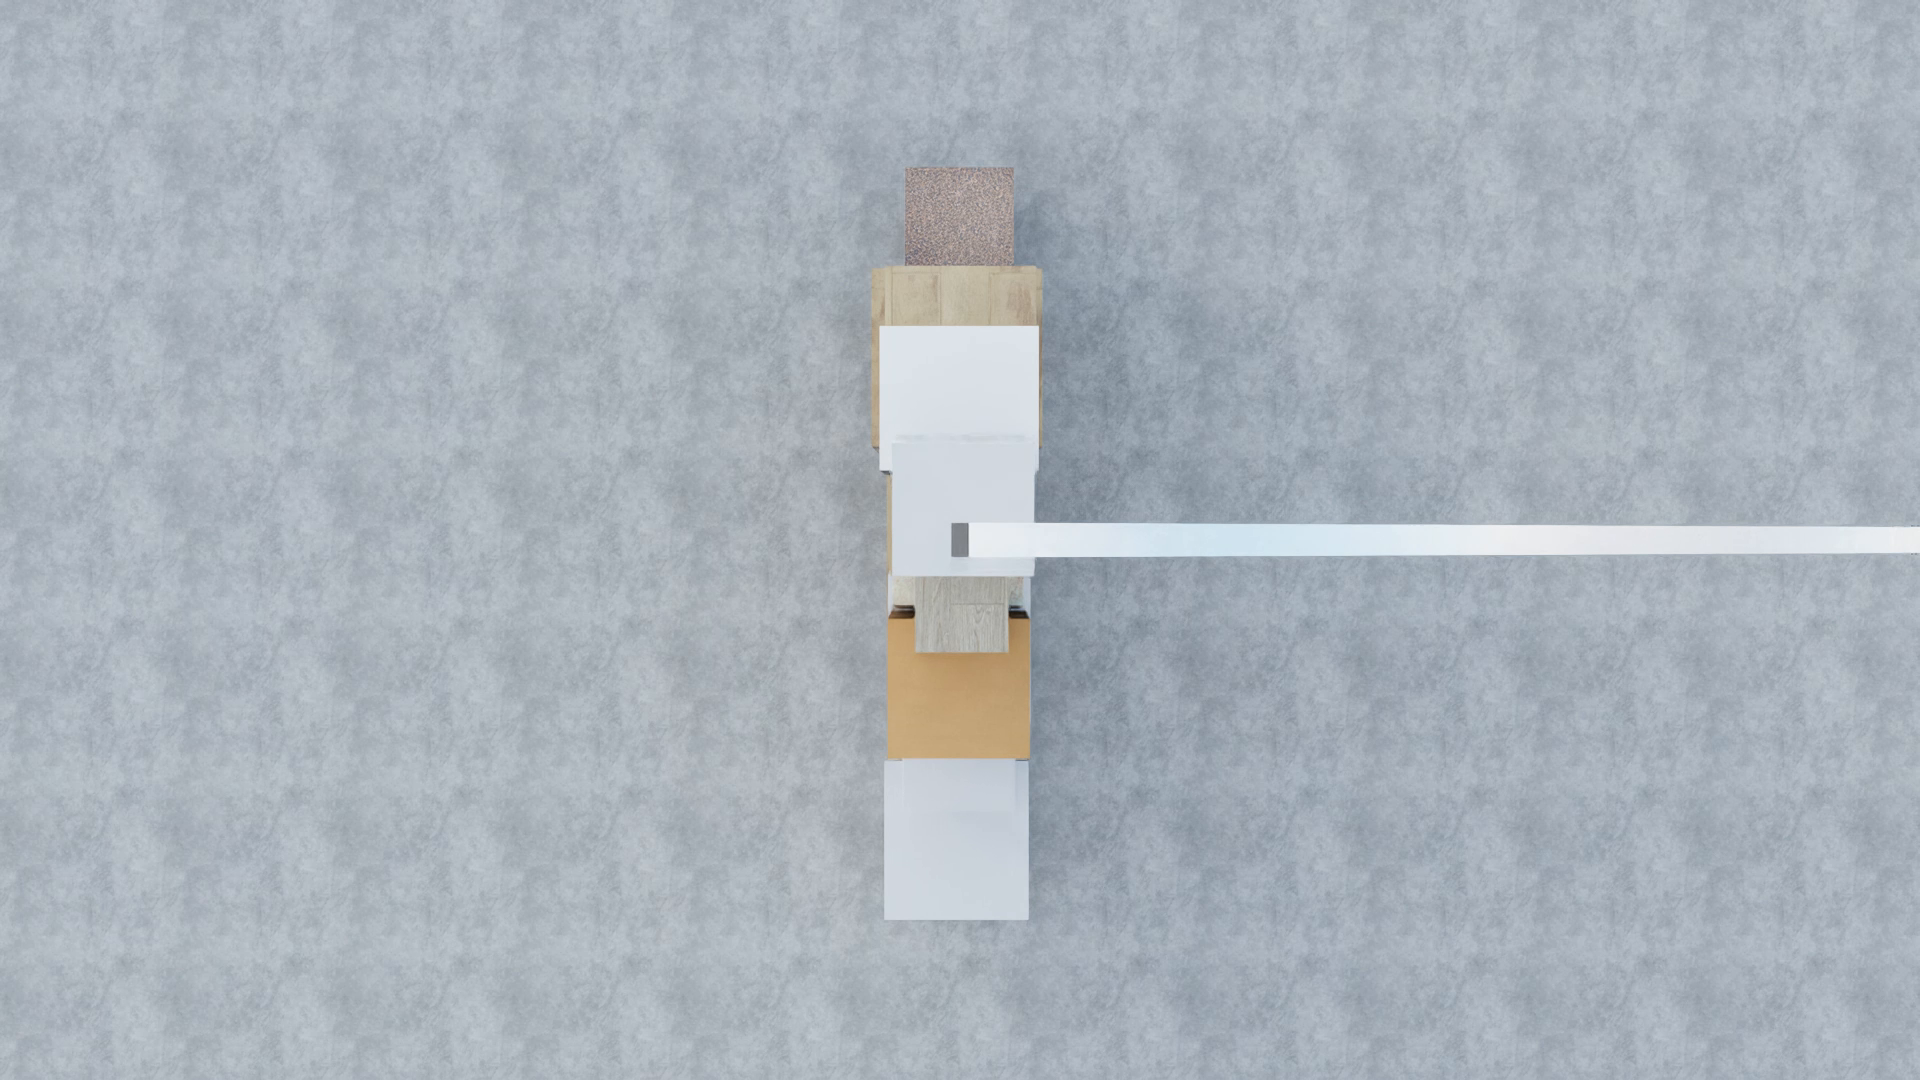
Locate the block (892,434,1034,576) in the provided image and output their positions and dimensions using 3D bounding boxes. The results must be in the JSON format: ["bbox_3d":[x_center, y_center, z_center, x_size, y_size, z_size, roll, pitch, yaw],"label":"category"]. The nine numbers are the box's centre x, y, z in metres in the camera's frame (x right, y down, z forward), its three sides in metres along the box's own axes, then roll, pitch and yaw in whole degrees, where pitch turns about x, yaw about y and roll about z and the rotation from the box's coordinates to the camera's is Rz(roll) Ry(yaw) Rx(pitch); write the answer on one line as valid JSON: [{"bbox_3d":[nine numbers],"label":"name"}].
[{"bbox_3d":[0.014,-0.170,10.201,0.638,0.686,0.598,0,96,0],"label":"block"}]

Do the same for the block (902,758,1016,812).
[{"bbox_3d":[-0.005,1.173,11.805,0.589,0.552,0.495,0,90,0],"label":"block"}]

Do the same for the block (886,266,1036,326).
[{"bbox_3d":[0.003,-0.954,11.677,0.776,0.720,0.916,0,90,0],"label":"block"}]

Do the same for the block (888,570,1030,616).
[{"bbox_3d":[-0.004,0.541,11.763,0.737,0.777,0.754,0,92,0],"label":"block"}]

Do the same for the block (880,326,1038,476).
[{"bbox_3d":[-0.003,-0.679,10.923,0.761,0.788,0.691,0,90,0],"label":"block"}]

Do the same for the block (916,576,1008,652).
[{"bbox_3d":[0.009,0.335,10.492,0.436,0.455,0.401,0,87,0],"label":"block"}]

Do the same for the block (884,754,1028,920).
[{"bbox_3d":[-0.019,1.651,12.540,0.792,0.919,0.872,0,90,0],"label":"block"}]

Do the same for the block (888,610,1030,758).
[{"bbox_3d":[-0.006,0.716,11.054,0.696,0.652,0.685,0,92,0],"label":"block"}]

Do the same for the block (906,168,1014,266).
[{"bbox_3d":[-0.003,-1.792,12.655,0.608,0.691,0.590,0,90,0],"label":"block"}]

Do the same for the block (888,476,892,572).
[{"bbox_3d":[-0.016,-0.044,12.574,0.774,0.853,0.916,0,90,0],"label":"block"}]

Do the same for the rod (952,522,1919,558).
[{"bbox_3d":[2.212,0.000,6.472,5.200,0.080,0.080,0,90,-32],"label":"rod"}]

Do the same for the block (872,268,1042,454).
[{"bbox_3d":[-0.017,-1.000,12.518,0.936,0.963,0.974,0,90,0],"label":"block"}]

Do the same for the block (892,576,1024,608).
[{"bbox_3d":[-0.009,0.010,11.076,0.639,0.592,0.653,0,87,0],"label":"block"}]
